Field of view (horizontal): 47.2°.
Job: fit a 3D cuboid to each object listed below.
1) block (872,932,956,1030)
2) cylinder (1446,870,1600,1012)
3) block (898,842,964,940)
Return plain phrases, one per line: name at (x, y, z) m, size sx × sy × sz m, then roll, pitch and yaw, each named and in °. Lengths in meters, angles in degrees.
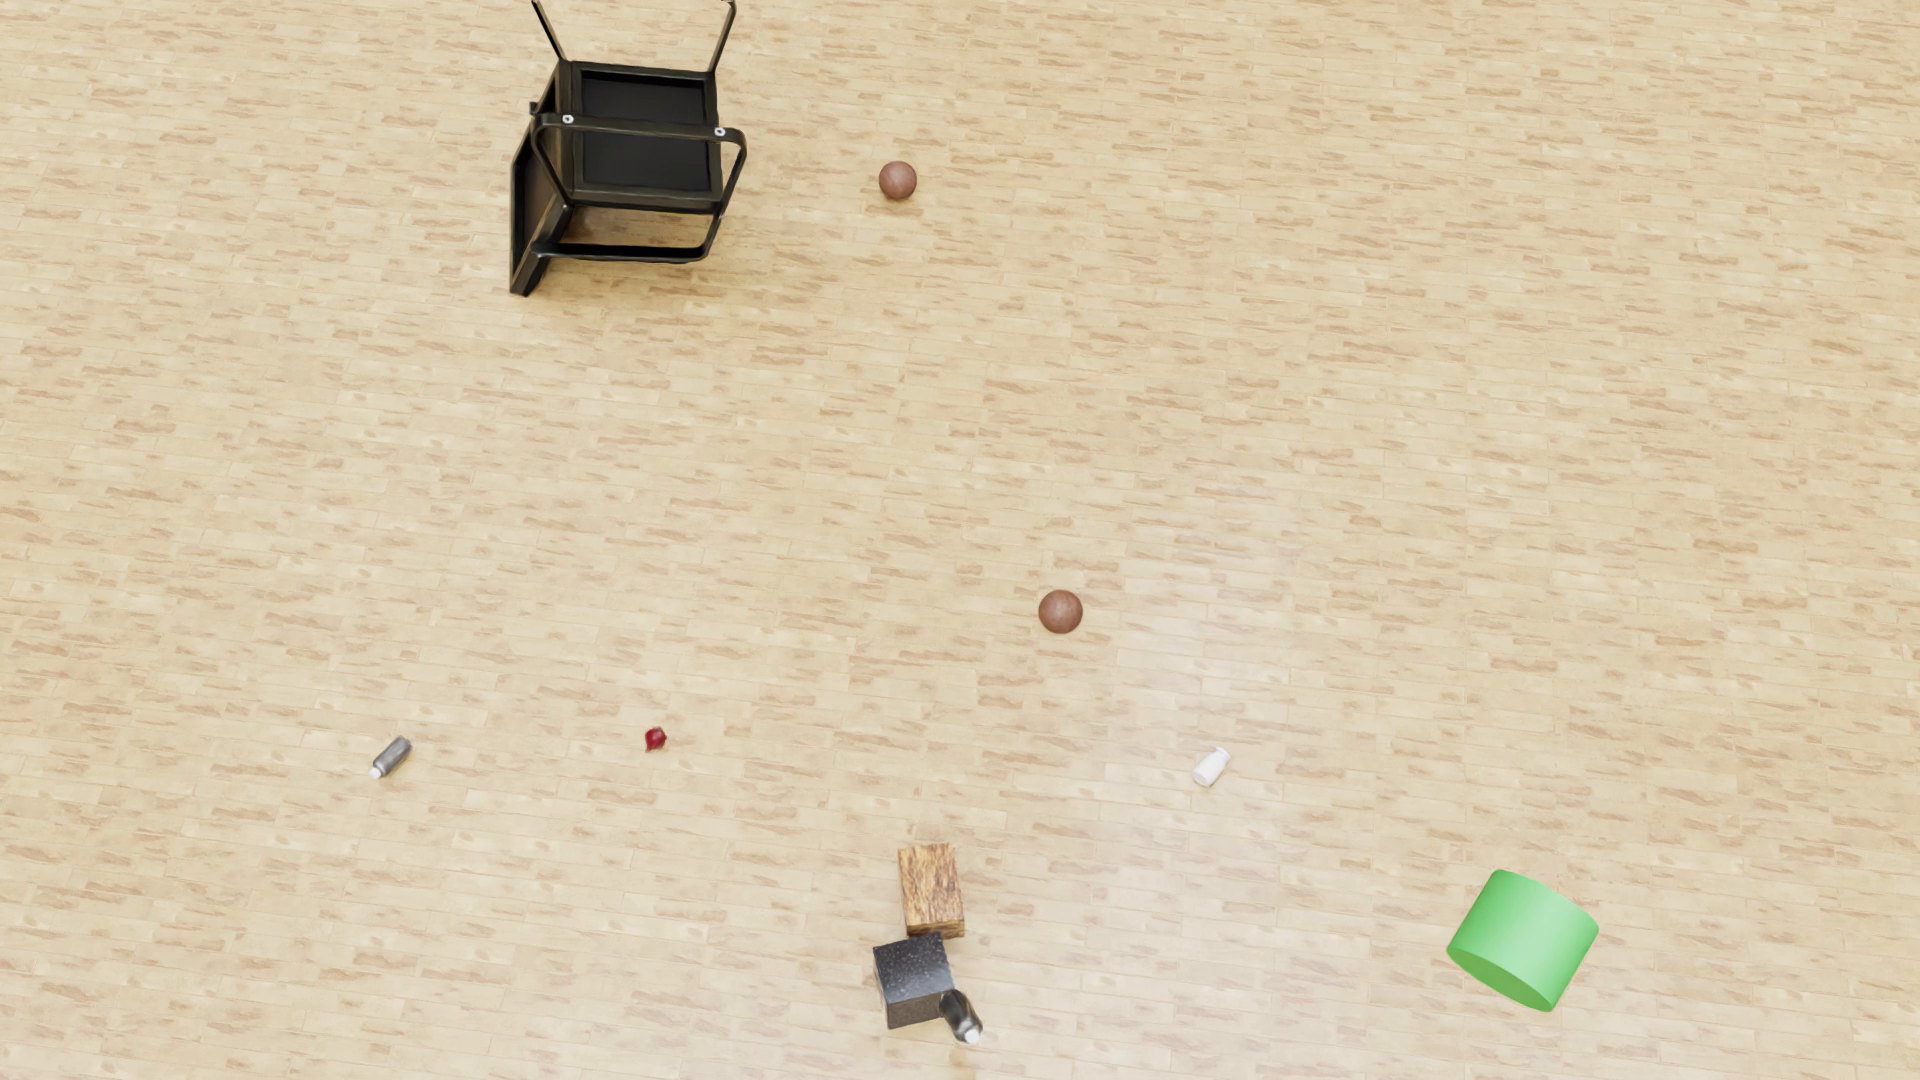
block at (-0.120, 1.143, 5.702) m, size 0.180 × 0.175 × 0.160 m, roll -12°, pitch 57°, yaw -8°
cylinder at (1.283, 0.914, 5.019) m, size 0.255 × 0.290 × 0.211 m, roll 39°, pitch 77°, yaw -17°
block at (-0.078, 0.941, 5.870) m, size 0.150 × 0.119 × 0.224 m, roll -6°, pitch 56°, yaw -4°
